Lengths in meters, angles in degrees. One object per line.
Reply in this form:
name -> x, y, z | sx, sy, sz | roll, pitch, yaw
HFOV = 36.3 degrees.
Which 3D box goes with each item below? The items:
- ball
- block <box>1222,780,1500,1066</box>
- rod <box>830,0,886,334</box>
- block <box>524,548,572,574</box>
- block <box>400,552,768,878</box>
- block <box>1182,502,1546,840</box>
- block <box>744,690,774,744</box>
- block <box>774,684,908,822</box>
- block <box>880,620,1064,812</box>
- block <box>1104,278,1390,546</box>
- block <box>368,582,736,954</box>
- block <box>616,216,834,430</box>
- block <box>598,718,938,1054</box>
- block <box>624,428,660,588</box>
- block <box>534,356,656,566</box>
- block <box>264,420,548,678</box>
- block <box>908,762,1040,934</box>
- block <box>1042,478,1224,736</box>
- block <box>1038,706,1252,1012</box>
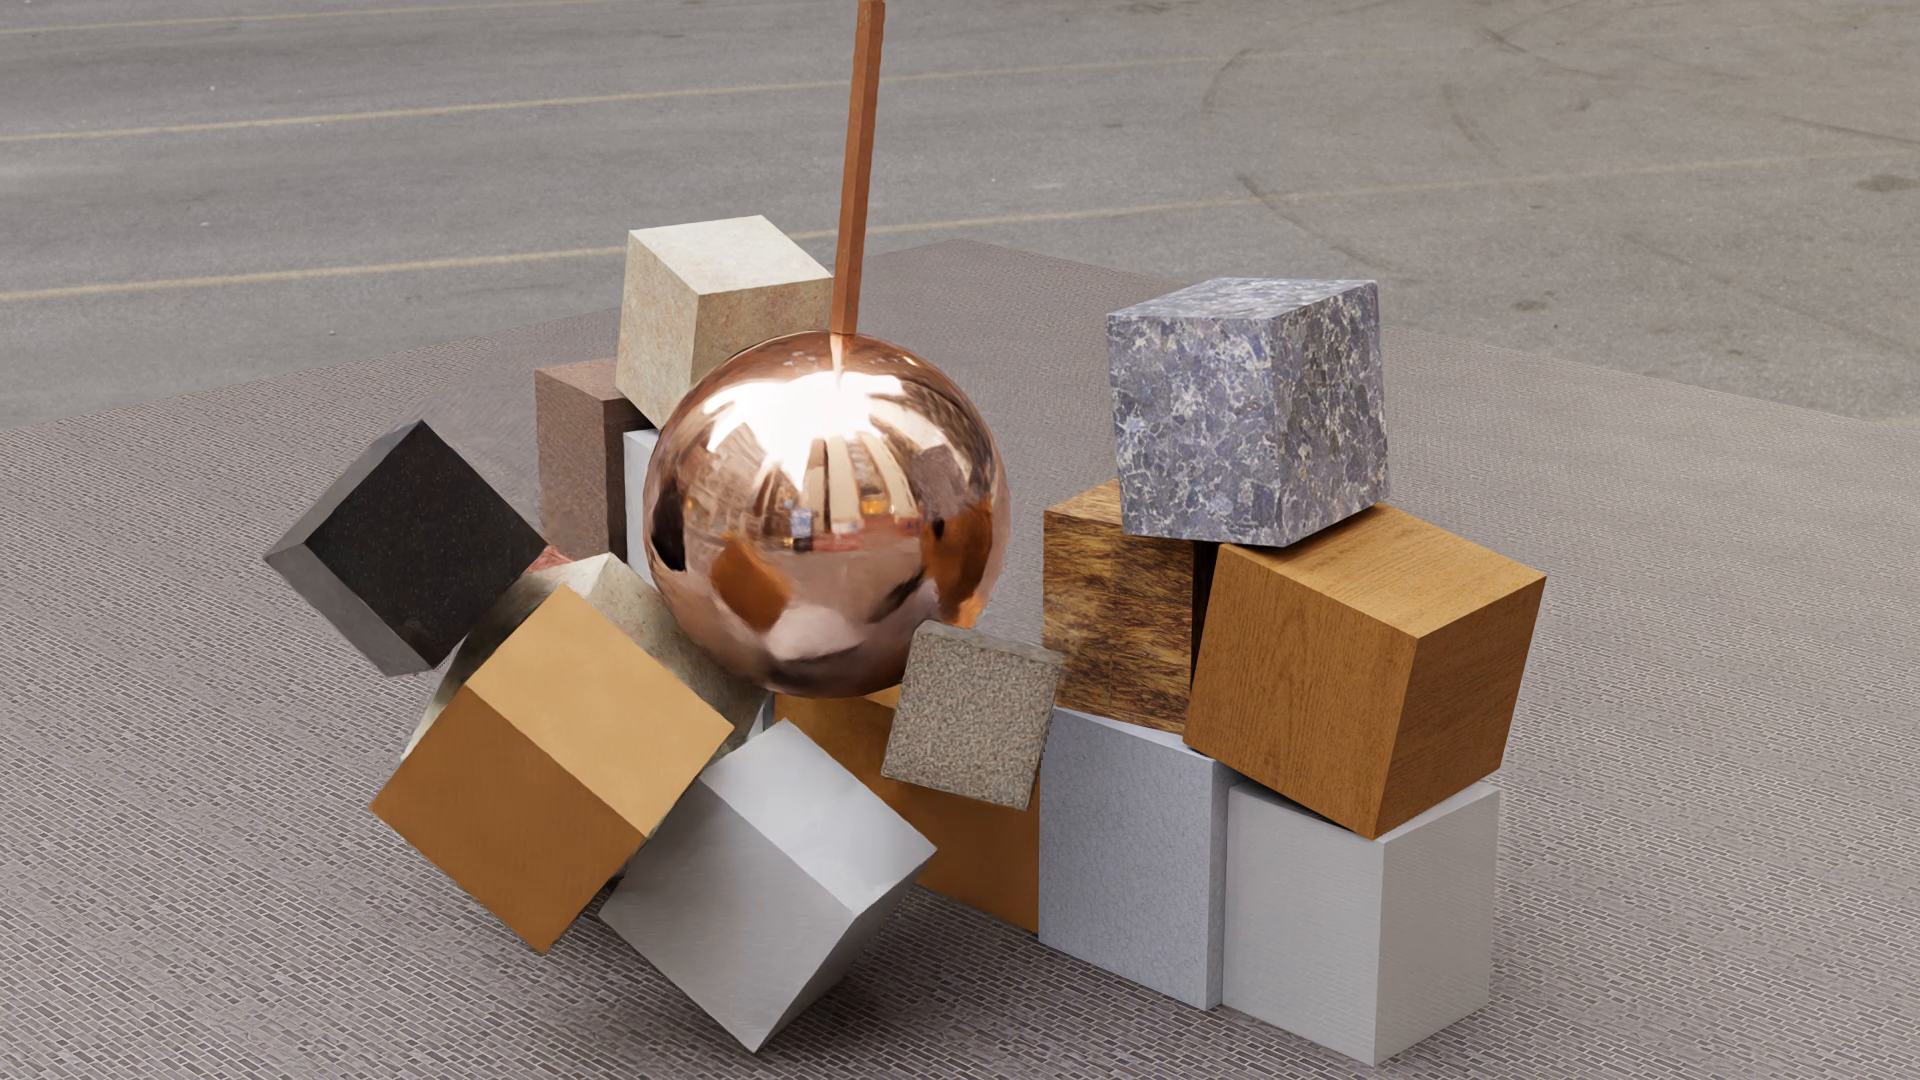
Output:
ball -> -0.578, -0.110, 12.701 | 1.600, 1.600, 1.600 | 0, 17, 0
block -> 1.644, 1.471, 12.055 | 0.777, 0.965, 0.786 | -17, 24, -42
rod -> -0.251, -3.421, 12.004 | 0.080, 5.200, 0.080 | 17, 16, 42
block -> -1.629, 0.476, 15.273 | 0.879, 0.934, 0.968 | -13, 22, -36
block -> -1.653, 0.808, 13.038 | 0.900, 1.021, 0.972 | -13, 44, 46
block -> 1.624, 0.481, 11.817 | 0.941, 0.893, 0.954 | 26, 30, 34
block -> -0.931, 0.774, 14.509 | 0.901, 0.822, 0.951 | -16, 23, -41
block -> -0.248, 0.976, 13.895 | 0.877, 0.806, 0.901 | -17, 24, -42
block -> 0.058, 0.688, 11.647 | 0.585, 0.583, 0.573 | 14, 3, 3
block -> 1.172, -0.537, 11.861 | 0.760, 0.900, 0.843 | 5, 17, 37
block -> -1.600, 0.893, 11.526 | 0.890, 0.846, 0.793 | 40, 36, -2
block -> -1.147, -1.004, 14.165 | 0.724, 0.836, 0.722 | -11, 35, -31
block -> -0.775, 1.392, 11.953 | 0.845, 0.791, 0.833 | 40, 24, 9
block -> -1.101, -0.051, 14.274 | 0.797, 0.893, 0.798 | -9, 20, -27
block -> -1.580, -0.403, 14.958 | 0.885, 0.931, 0.771 | -11, 21, -32
block -> -2.432, 0.049, 12.838 | 0.746, 0.771, 0.758 | -50, 16, -21
block -> 0.404, 1.139, 13.306 | 0.865, 0.848, 0.953 | 17, 24, 42
block -> 0.863, 0.247, 12.436 | 0.716, 0.855, 0.779 | 11, 21, 32
block -> 1.044, 1.212, 12.641 | 0.949, 1.108, 1.037 | 17, 24, 42
